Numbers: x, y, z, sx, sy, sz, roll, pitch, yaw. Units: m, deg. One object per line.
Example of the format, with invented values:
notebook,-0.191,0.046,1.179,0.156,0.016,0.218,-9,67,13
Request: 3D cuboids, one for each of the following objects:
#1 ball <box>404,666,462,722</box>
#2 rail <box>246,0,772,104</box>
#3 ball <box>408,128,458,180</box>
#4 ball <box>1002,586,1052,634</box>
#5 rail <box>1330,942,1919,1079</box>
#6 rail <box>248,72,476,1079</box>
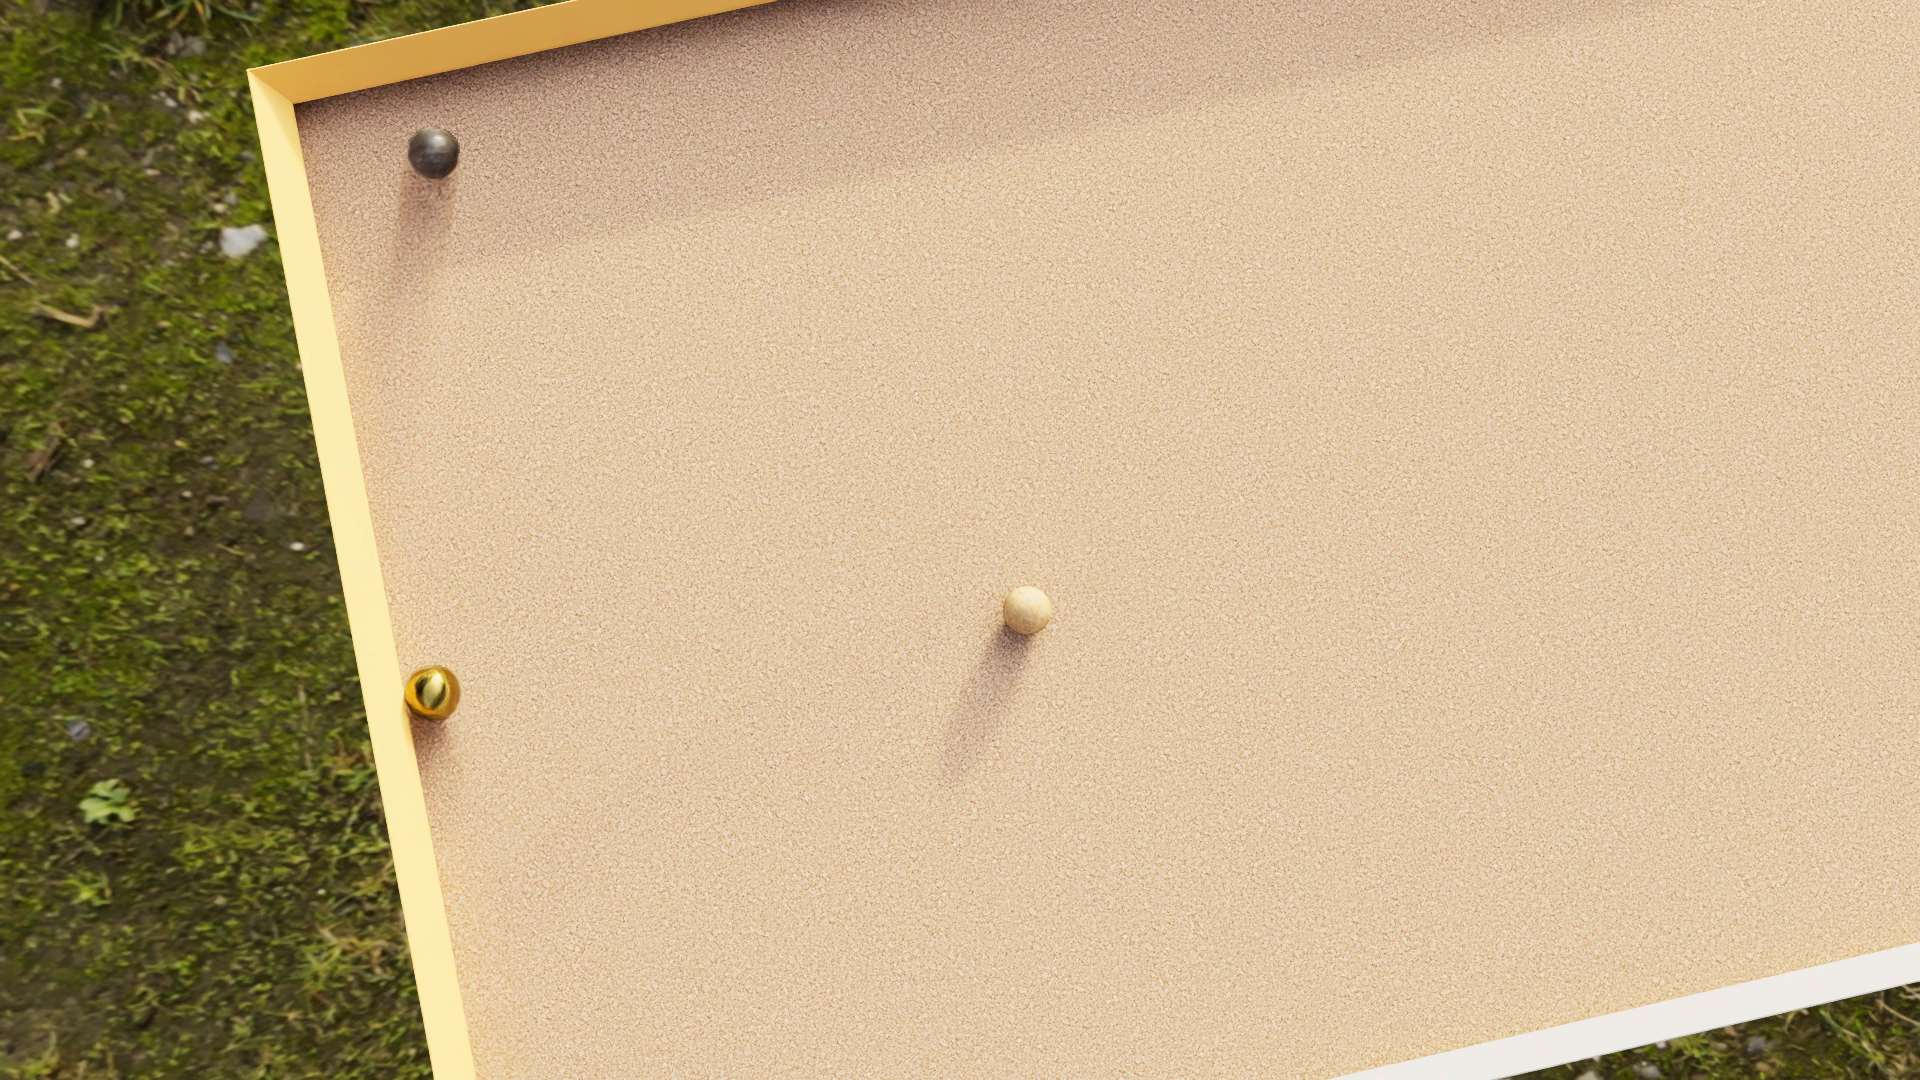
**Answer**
ball,-0.774,0.227,3.230,0.081,0.081,0.081,0,82,0
rail,0.671,-1.063,3.406,3.562,0.105,0.045,-13,82,-2
ball,-0.803,-0.588,3.352,0.076,0.076,0.076,0,82,0
ball,0.099,0.104,3.252,0.072,0.072,0.072,0,82,0
rail,1.066,0.672,3.151,3.562,0.105,0.045,-13,82,-2
rail,-0.846,0.186,3.223,0.045,0.105,1.845,-13,82,-2
